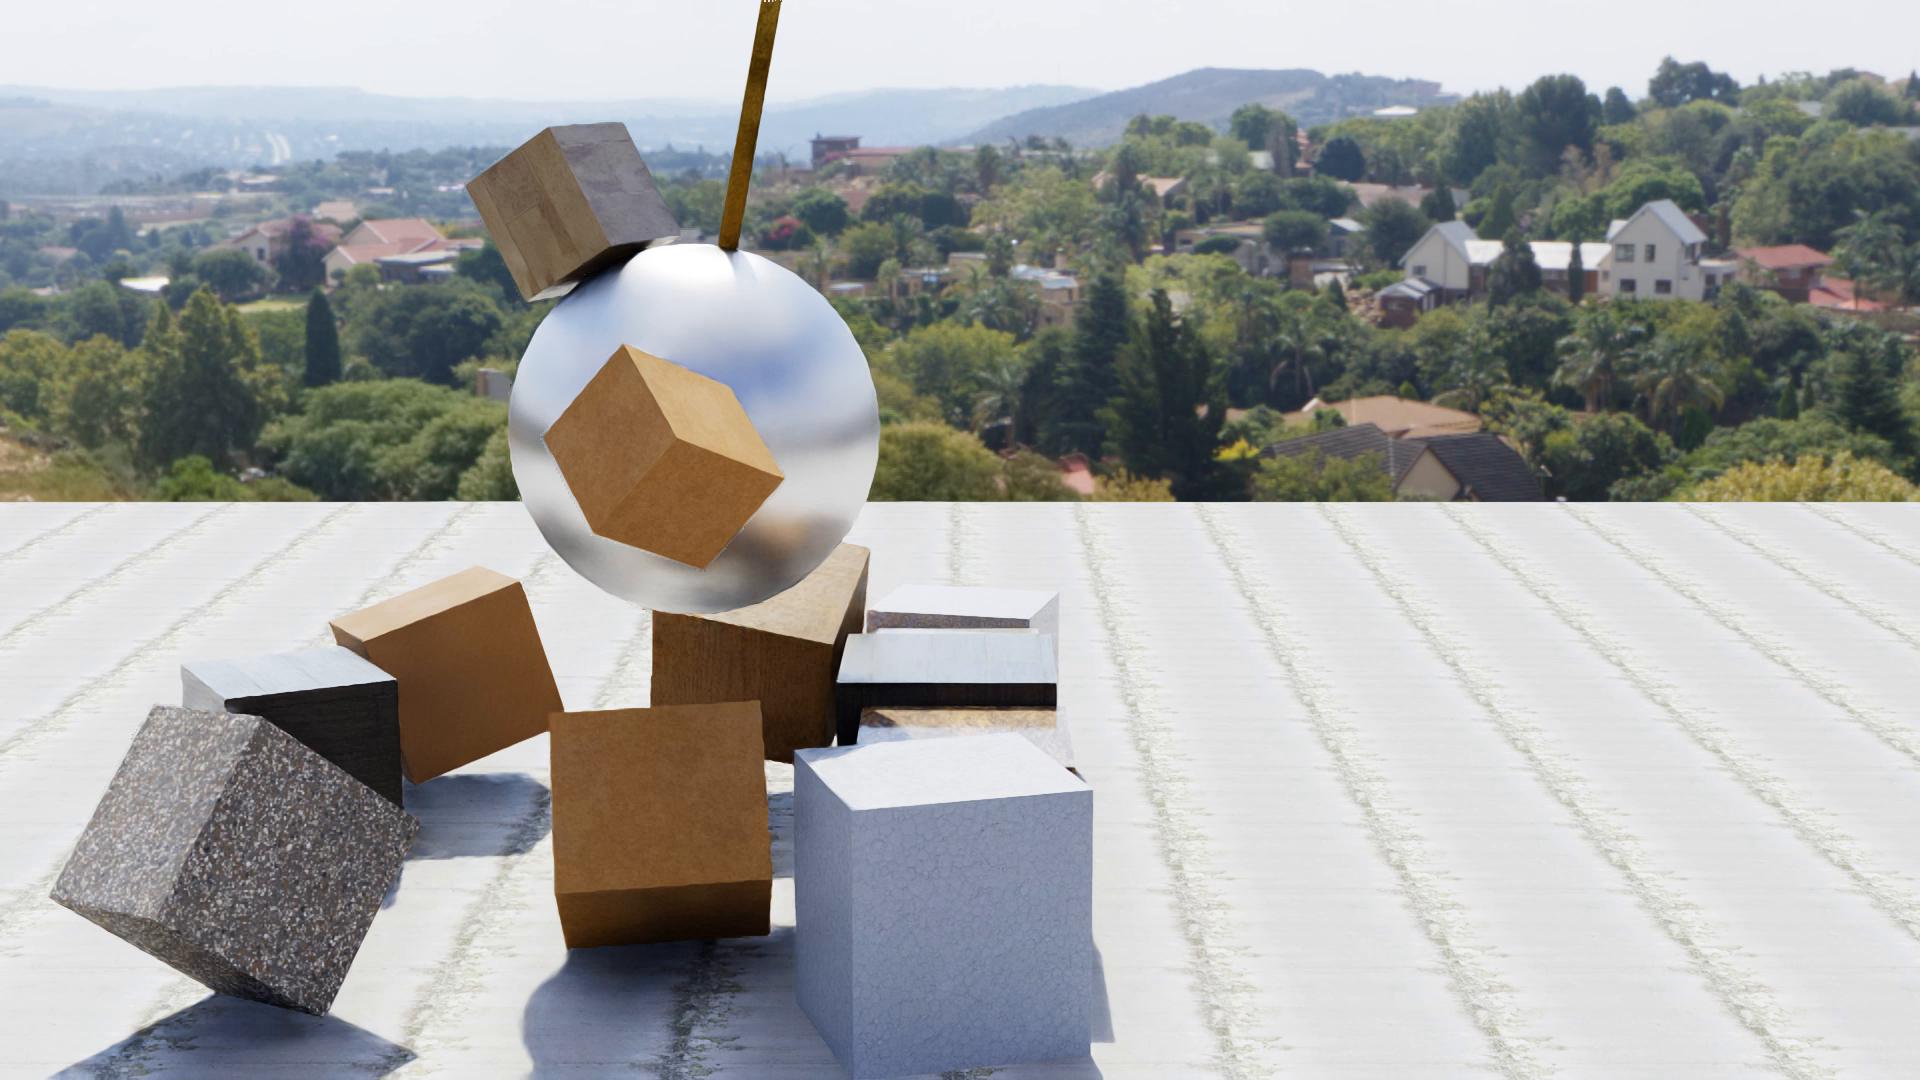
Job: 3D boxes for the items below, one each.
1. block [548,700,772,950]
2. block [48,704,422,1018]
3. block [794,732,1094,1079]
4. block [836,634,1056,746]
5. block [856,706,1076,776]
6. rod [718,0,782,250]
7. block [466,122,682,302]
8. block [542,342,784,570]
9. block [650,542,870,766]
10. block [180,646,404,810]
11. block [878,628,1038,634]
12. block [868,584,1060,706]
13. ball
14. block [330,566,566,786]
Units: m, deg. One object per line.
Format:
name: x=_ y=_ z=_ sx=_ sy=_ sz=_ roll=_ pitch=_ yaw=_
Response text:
block: x=-1.189 y=1.145 z=10.238 sx=0.822 sy=0.725 sz=0.818 roll=-3 pitch=-23 yaw=-6
block: x=-2.697 y=1.193 z=9.586 sx=0.712 sy=0.808 sz=0.839 roll=1 pitch=-31 yaw=41
block: x=-0.076 y=1.328 z=9.483 sx=0.890 sy=0.994 sz=0.849 roll=-3 pitch=11 yaw=-17
block: x=-0.053 y=0.986 z=11.515 sx=0.941 sy=0.941 sz=0.968 roll=0 pitch=10 yaw=0
block: x=0.016 y=1.211 z=10.558 sx=0.867 sy=0.840 sz=0.980 roll=0 pitch=10 yaw=0
rod: x=-0.496 y=-3.760 z=10.497 sx=0.080 sy=5.200 sz=0.080 roll=11 pitch=10 yaw=-2
block: x=-1.666 y=-1.426 z=11.097 sx=0.502 sy=0.565 sz=0.579 roll=-29 pitch=-2 yaw=27
block: x=-1.124 y=-0.312 z=9.737 sx=0.585 sy=0.500 sz=0.535 roll=21 pitch=29 yaw=-49
block: x=-0.977 y=0.496 z=12.560 sx=0.869 sy=0.791 sz=0.788 roll=11 pitch=37 yaw=6
block: x=-3.071 y=0.996 z=11.786 sx=0.764 sy=0.800 sz=0.901 roll=-6 pitch=10 yaw=-28
block: x=-0.009 y=0.899 z=12.423 sx=0.797 sy=0.786 sz=0.812 roll=0 pitch=10 yaw=0
block: x=0.025 y=0.720 z=13.294 sx=0.843 sy=0.826 sz=0.701 roll=3 pitch=11 yaw=14
ball: x=-1.145 y=-0.477 z=11.094 sx=1.600 sy=1.600 sz=1.600 roll=0 pitch=10 yaw=0
block: x=-2.538 y=0.653 z=12.718 sx=0.804 sy=0.750 sz=0.767 roll=-22 pitch=14 yaw=-22
